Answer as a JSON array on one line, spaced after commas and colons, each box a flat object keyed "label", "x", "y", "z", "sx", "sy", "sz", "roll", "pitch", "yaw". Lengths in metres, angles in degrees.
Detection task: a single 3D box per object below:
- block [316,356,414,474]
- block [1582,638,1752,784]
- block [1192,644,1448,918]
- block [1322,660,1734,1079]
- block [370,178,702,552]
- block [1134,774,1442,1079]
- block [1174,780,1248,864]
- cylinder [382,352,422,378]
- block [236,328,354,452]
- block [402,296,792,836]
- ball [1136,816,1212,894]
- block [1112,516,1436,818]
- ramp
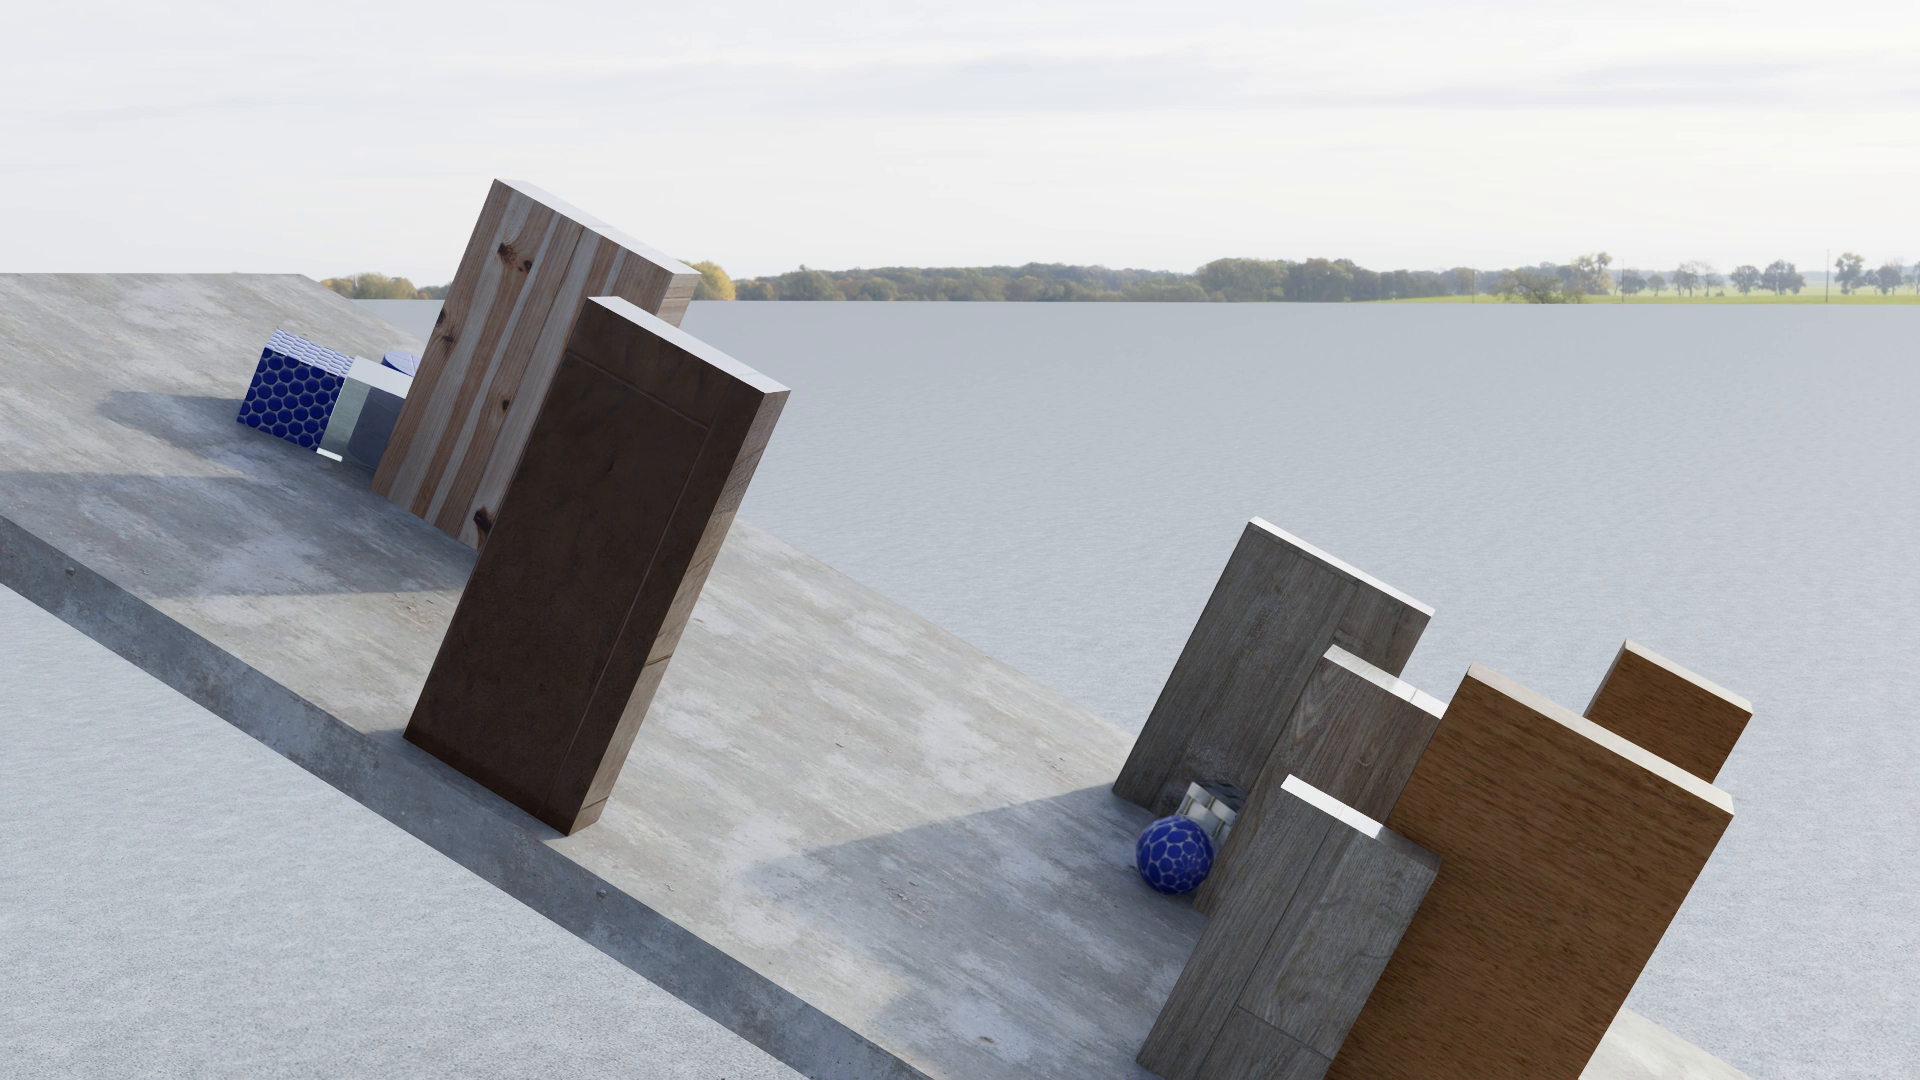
[{"label": "block", "x": -1.173, "y": -0.244, "z": 4.429, "sx": 0.169, "sy": 0.169, "sz": 0.169, "roll": 22, "pitch": 14, "yaw": -15}, {"label": "block", "x": 1.351, "y": 0.595, "z": 4.621, "sx": 0.279, "sy": 0.722, "sz": 0.135, "roll": 29, "pitch": 14, "yaw": 12}, {"label": "block", "x": 0.761, "y": 0.548, "z": 4.117, "sx": 0.440, "sy": 0.547, "sz": 0.137, "roll": 29, "pitch": 14, "yaw": 12}, {"label": "block", "x": 0.806, "y": 0.632, "z": 3.415, "sx": 0.431, "sy": 0.769, "sz": 0.132, "roll": 29, "pitch": 14, "yaw": 12}, {"label": "block", "x": -0.821, "y": -0.303, "z": 4.229, "sx": 0.407, "sy": 0.662, "sz": 0.125, "roll": 29, "pitch": 14, "yaw": 12}, {"label": "block", "x": 0.502, "y": 0.647, "z": 3.380, "sx": 0.261, "sy": 0.502, "sz": 0.089, "roll": 29, "pitch": 14, "yaw": 12}, {"label": "block", "x": 0.526, "y": 0.584, "z": 4.430, "sx": 0.142, "sy": 0.142, "sz": 0.142, "roll": 35, "pitch": 17, "yaw": 35}, {"label": "cylinder", "x": -1.152, "y": -0.281, "z": 4.601, "sx": 0.170, "sy": 0.170, "sz": 0.170, "roll": 24, "pitch": 14, "yaw": -6}, {"label": "block", "x": -1.323, "y": -0.300, "z": 4.388, "sx": 0.162, "sy": 0.162, "sz": 0.162, "roll": 22, "pitch": 14, "yaw": -15}, {"label": "block", "x": -0.546, "y": 0.041, "z": 3.269, "sx": 0.305, "sy": 0.741, "sz": 0.101, "roll": 29, "pitch": 14, "yaw": 12}, {"label": "ball", "x": 0.405, "y": 0.595, "z": 4.159, "sx": 0.146, "sy": 0.146, "sz": 0.146, "roll": 0, "pitch": 7, "yaw": 0}, {"label": "block", "x": 0.638, "y": 0.331, "z": 4.513, "sx": 0.408, "sy": 0.638, "sz": 0.090, "roll": 29, "pitch": 14, "yaw": 12}, {"label": "ramp", "x": -0.250, "y": 0.422, "z": 4.162, "sx": 4.000, "sy": 0.100, "sz": 2.000, "roll": 29, "pitch": 14, "yaw": 12}]
